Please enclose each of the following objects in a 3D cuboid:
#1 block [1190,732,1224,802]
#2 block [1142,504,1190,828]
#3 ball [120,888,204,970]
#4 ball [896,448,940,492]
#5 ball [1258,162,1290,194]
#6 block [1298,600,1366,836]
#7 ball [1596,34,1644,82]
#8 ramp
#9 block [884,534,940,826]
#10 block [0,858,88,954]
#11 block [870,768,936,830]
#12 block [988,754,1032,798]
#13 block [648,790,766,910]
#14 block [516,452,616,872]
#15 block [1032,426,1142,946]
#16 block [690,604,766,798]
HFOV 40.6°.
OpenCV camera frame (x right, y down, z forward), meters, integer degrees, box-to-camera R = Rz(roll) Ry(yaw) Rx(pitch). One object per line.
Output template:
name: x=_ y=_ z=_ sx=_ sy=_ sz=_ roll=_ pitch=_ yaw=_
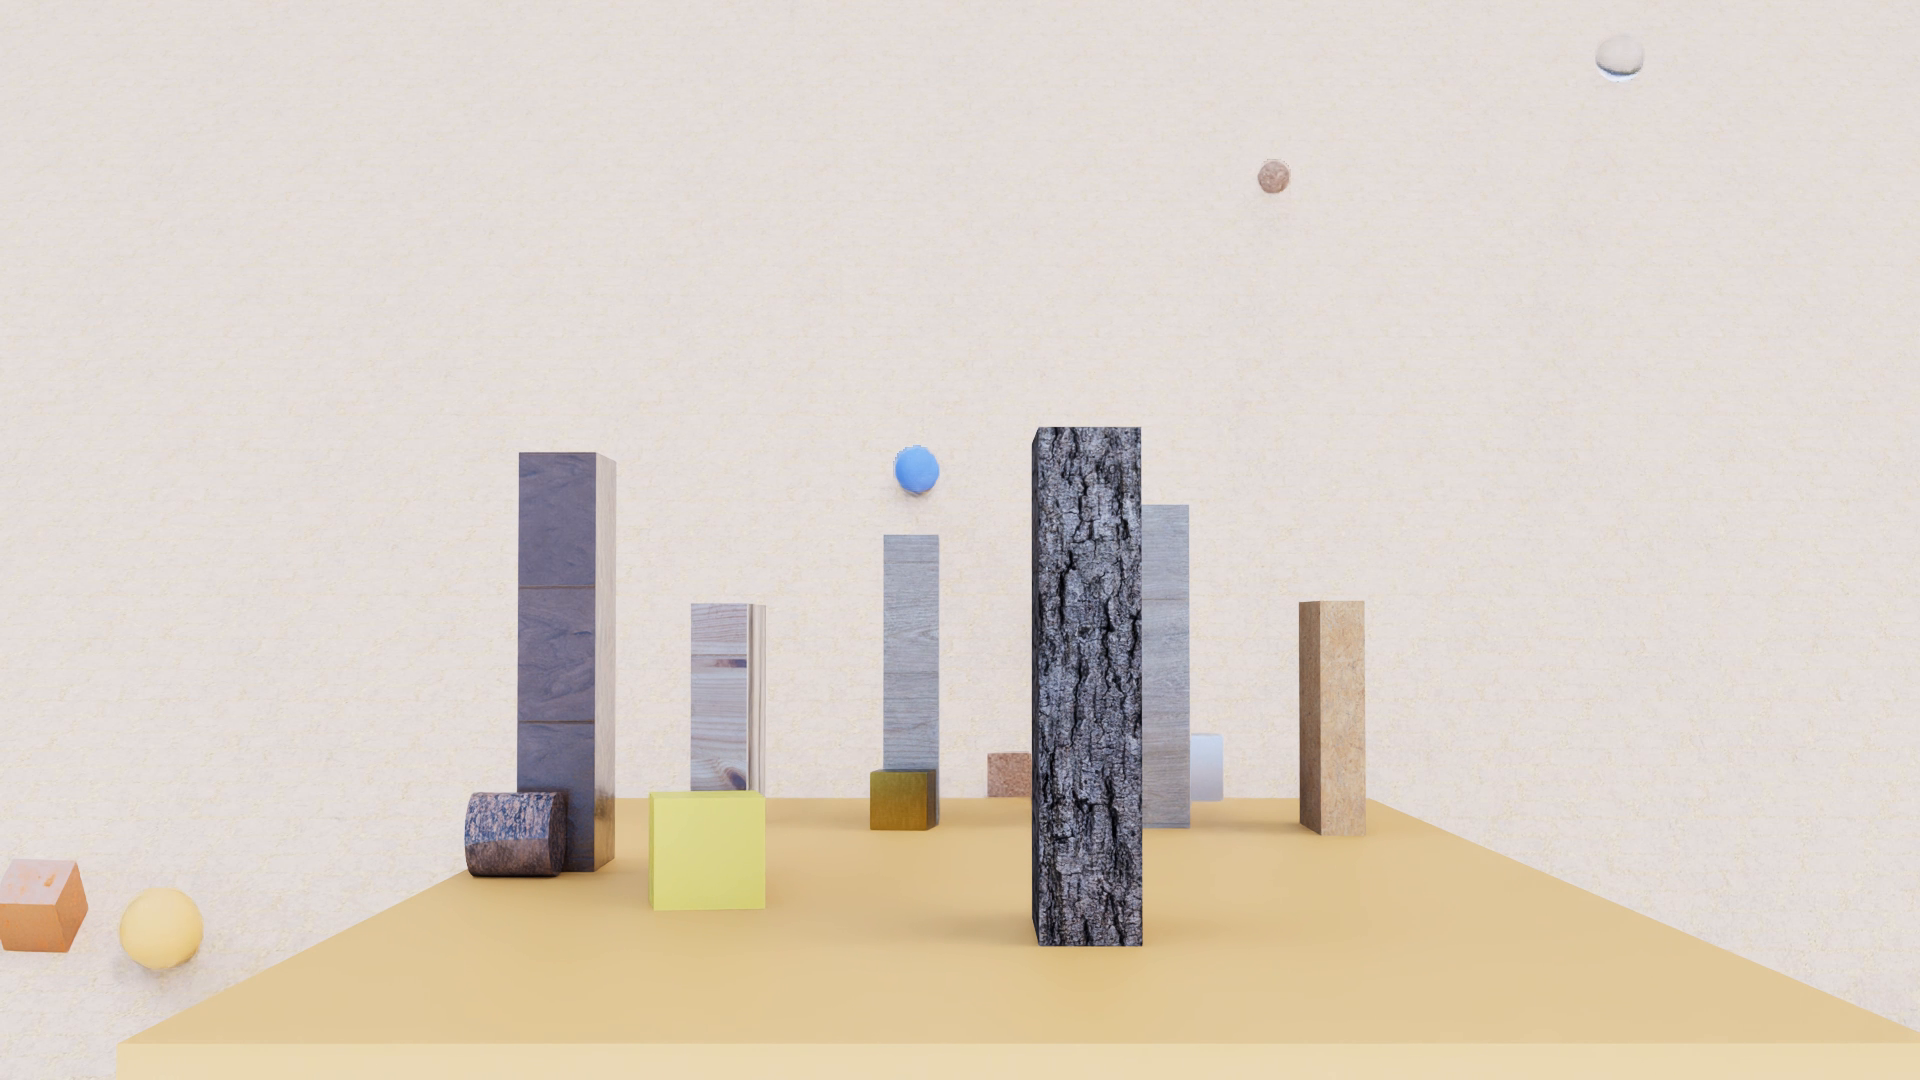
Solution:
block: x=0.597 y=0.591 z=6.771 sx=0.171 sy=0.171 sz=0.171 roll=0 pitch=-2 yaw=3
block: x=0.462 y=0.290 z=6.038 sx=0.108 sy=0.727 sz=0.414 roll=0 pitch=-2 yaw=0
ball: x=-1.968 y=0.959 z=6.406 sx=0.199 sy=0.199 sz=0.199 roll=0 pitch=35 yaw=0
ball: x=-0.134 y=-0.218 z=8.133 sx=0.140 sy=0.140 sz=0.140 roll=0 pitch=35 yaw=0
ball: x=1.182 y=-1.365 z=9.784 sx=0.120 sy=0.120 sz=0.120 roll=0 pitch=35 yaw=0
block: x=0.830 y=0.391 z=5.806 sx=0.097 sy=0.508 sz=0.359 roll=0 pitch=-2 yaw=0
ball: x=2.685 y=-1.957 z=10.565 sx=0.190 sy=0.190 sz=0.190 roll=0 pitch=35 yaw=0
ramp: x=0.077 y=0.665 z=4.838 sx=2.000 sy=0.100 sz=4.000 roll=0 pitch=-2 yaw=0
block: x=-0.111 y=0.324 z=6.091 sx=0.127 sy=0.662 sz=0.363 roll=0 pitch=-2 yaw=0
block: x=-2.302 y=0.915 z=6.501 sx=0.162 sy=0.162 sz=0.162 roll=2 pitch=35 yaw=3
block: x=-0.128 y=0.582 z=5.829 sx=0.129 sy=0.129 sz=0.129 roll=0 pitch=-2 yaw=8
block: x=0.154 y=0.623 z=6.894 sx=0.114 sy=0.114 sz=0.114 roll=-3 pitch=-5 yaw=34
block: x=-0.417 y=0.507 z=4.263 sx=0.179 sy=0.179 sz=0.179 roll=0 pitch=-2 yaw=-9
block: x=-0.748 y=0.230 z=4.956 sx=0.144 sy=0.778 sz=0.286 roll=0 pitch=-2 yaw=0
block: x=0.186 y=0.214 z=3.892 sx=0.147 sy=0.741 sz=0.371 roll=0 pitch=-2 yaw=0
block: x=-0.406 y=0.360 z=4.583 sx=0.095 sy=0.493 sz=0.430 roll=0 pitch=-2 yaw=0
